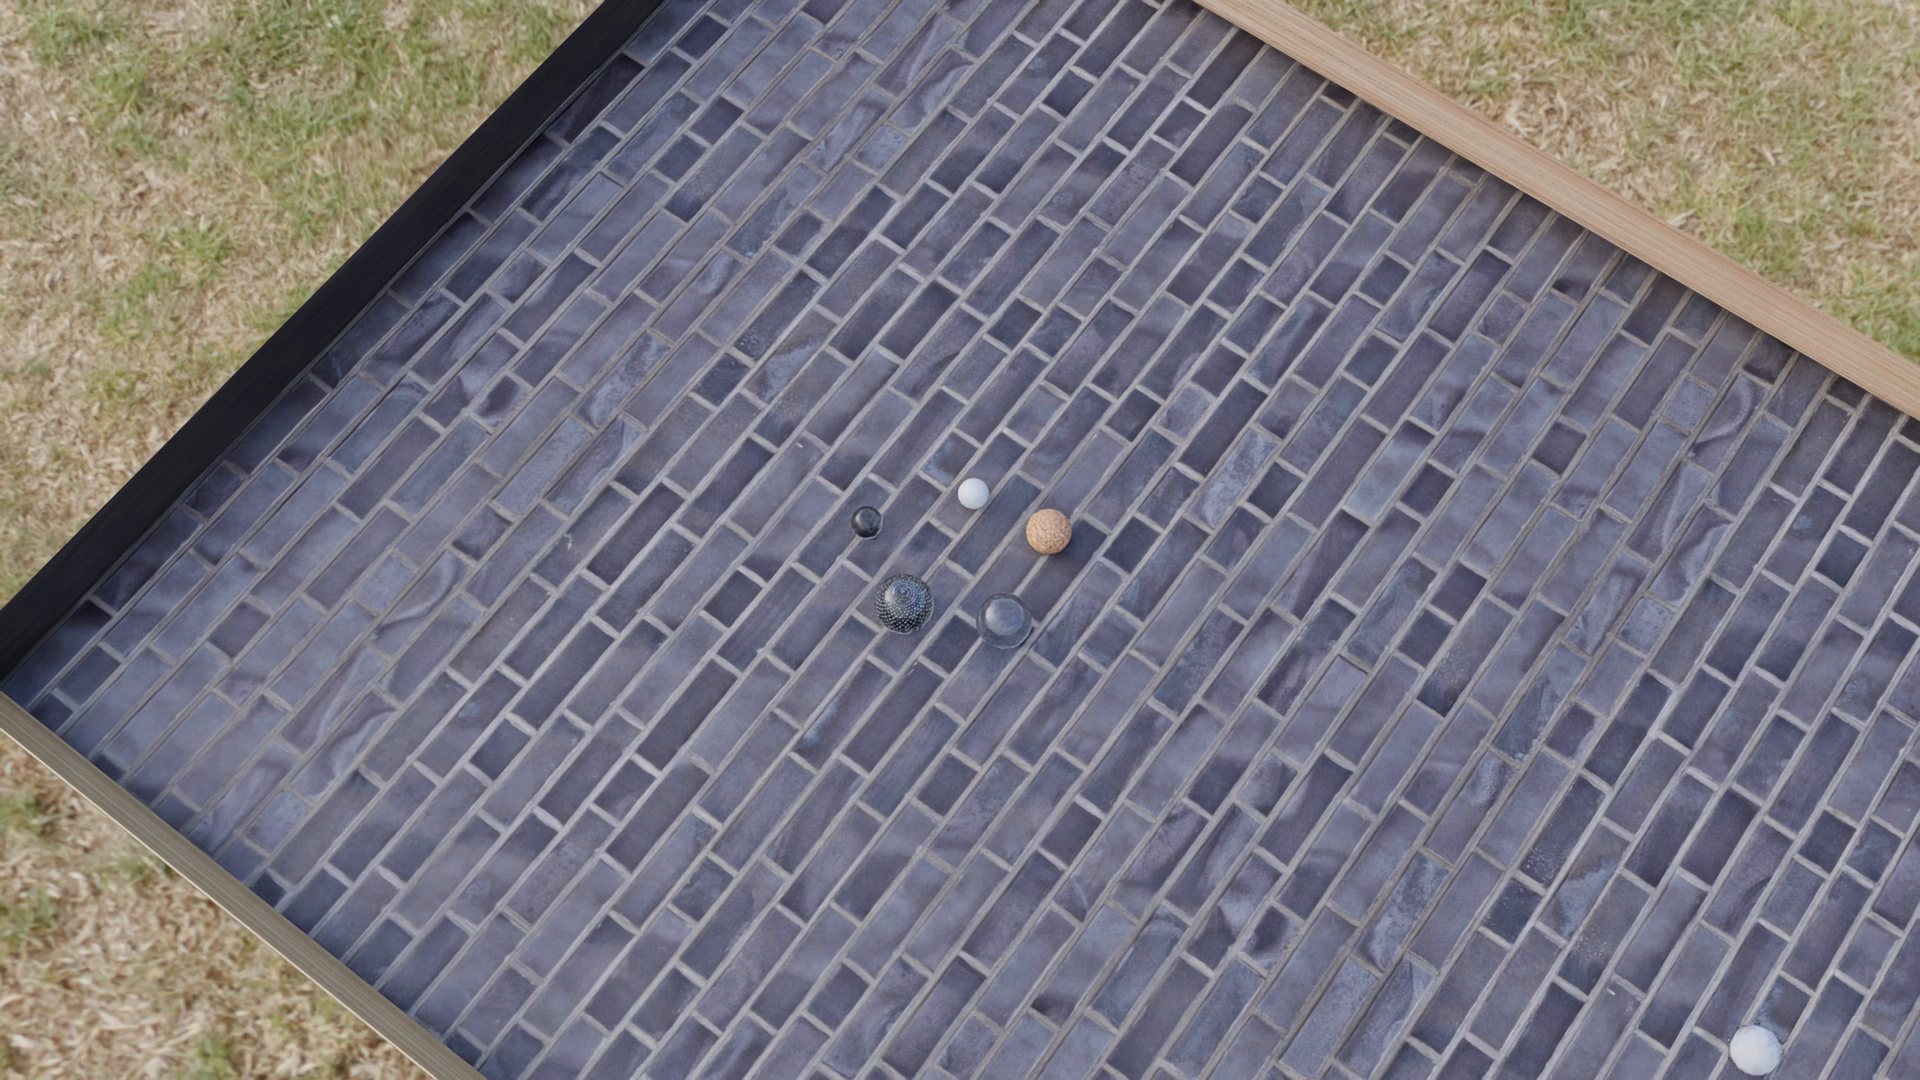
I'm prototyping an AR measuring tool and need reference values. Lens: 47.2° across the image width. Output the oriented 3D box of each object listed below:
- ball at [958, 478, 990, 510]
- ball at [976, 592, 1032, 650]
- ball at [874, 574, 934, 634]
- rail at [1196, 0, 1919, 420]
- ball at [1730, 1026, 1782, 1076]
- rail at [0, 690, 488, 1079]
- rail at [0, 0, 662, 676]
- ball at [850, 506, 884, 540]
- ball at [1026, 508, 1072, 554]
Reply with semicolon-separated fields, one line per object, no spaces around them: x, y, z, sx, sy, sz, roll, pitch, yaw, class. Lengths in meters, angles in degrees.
0.022;-0.076;3.592;0.051;0.051;0.051;0;66;0;ball
0.069;0.128;3.479;0.090;0.090;0.090;0;66;0;ball
-0.088;0.102;3.488;0.095;0.095;0.095;0;66;0;ball
1.552;-0.238;3.624;4.407;0.124;0.045;34;70;14;rail
1.161;0.746;3.211;0.071;0.071;0.071;0;66;0;ball
0.222;1.408;2.882;4.407;0.124;0.045;34;70;14;rail
-0.868;-0.594;3.784;0.045;0.124;2.289;34;70;14;rail
-0.152;-0.028;3.569;0.054;0.054;0.054;0;66;0;ball
0.144;-0.014;3.551;0.074;0.074;0.074;0;66;0;ball
